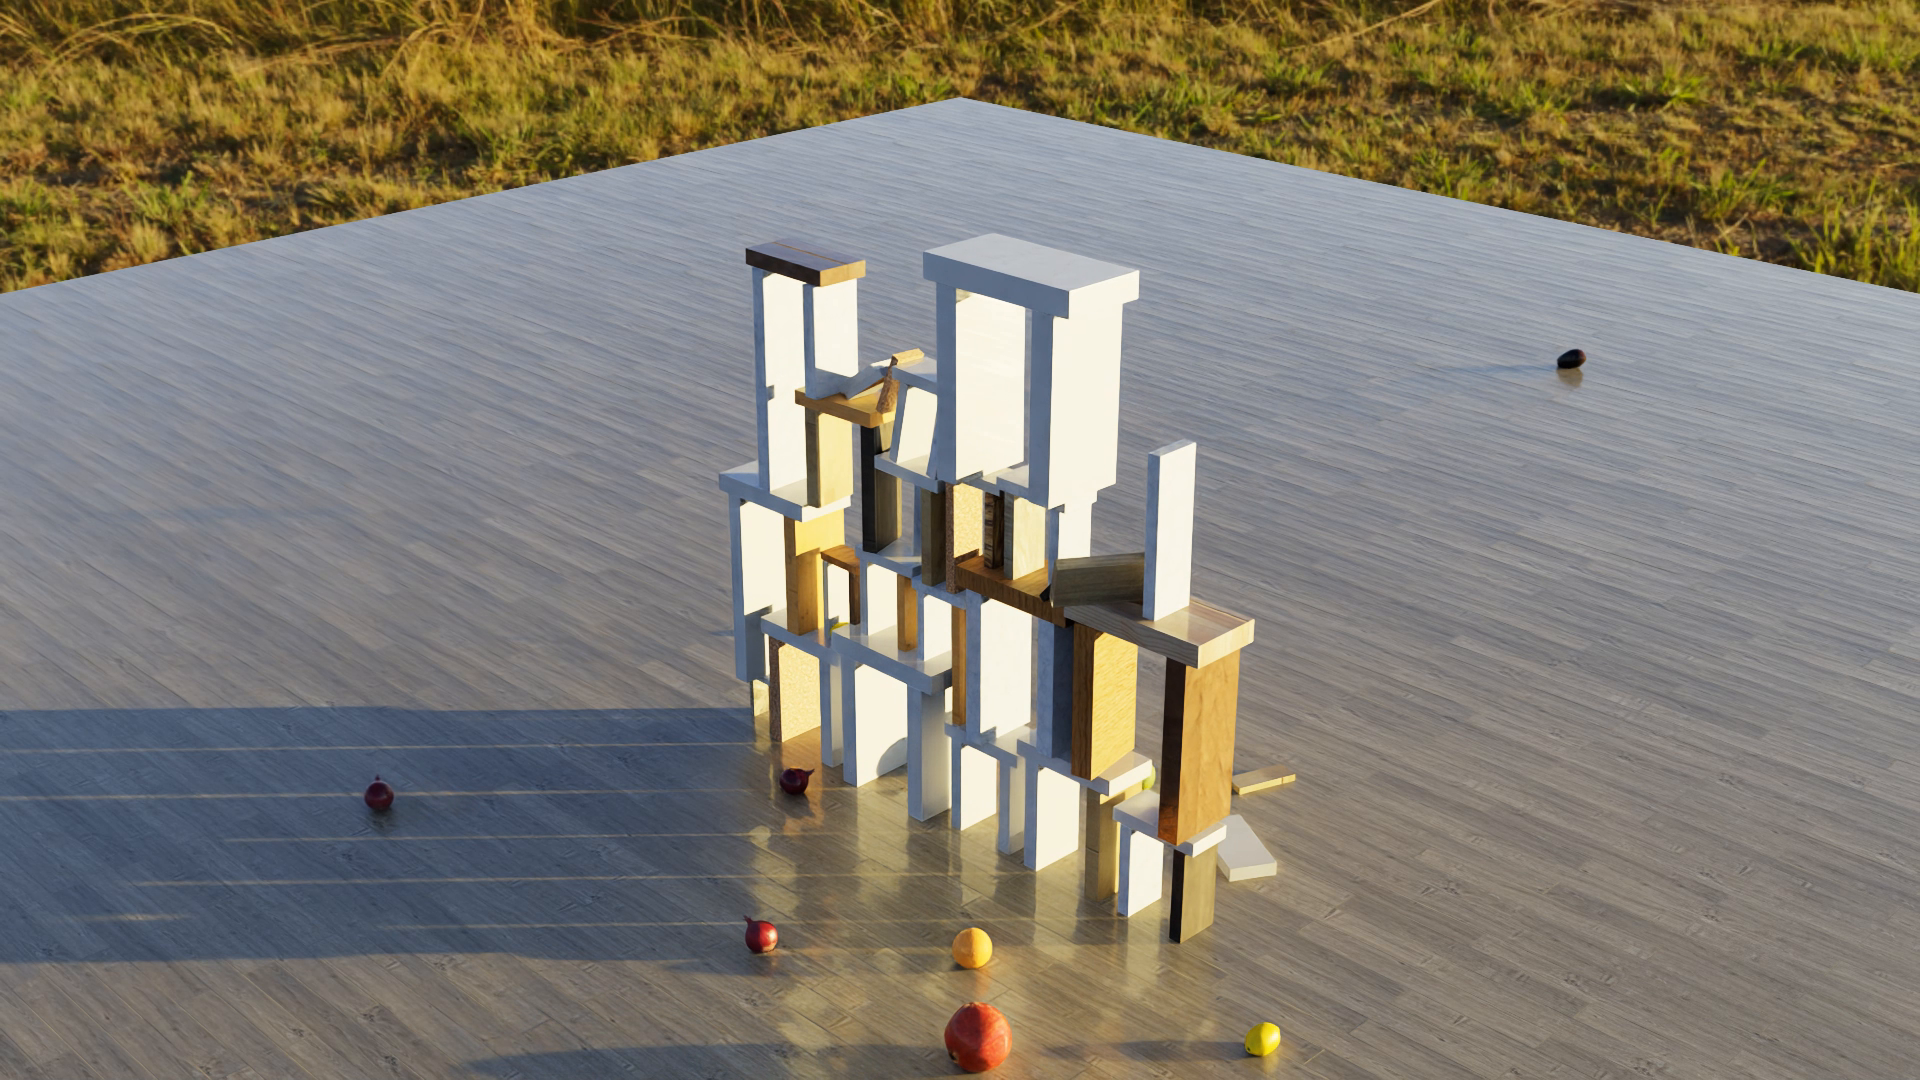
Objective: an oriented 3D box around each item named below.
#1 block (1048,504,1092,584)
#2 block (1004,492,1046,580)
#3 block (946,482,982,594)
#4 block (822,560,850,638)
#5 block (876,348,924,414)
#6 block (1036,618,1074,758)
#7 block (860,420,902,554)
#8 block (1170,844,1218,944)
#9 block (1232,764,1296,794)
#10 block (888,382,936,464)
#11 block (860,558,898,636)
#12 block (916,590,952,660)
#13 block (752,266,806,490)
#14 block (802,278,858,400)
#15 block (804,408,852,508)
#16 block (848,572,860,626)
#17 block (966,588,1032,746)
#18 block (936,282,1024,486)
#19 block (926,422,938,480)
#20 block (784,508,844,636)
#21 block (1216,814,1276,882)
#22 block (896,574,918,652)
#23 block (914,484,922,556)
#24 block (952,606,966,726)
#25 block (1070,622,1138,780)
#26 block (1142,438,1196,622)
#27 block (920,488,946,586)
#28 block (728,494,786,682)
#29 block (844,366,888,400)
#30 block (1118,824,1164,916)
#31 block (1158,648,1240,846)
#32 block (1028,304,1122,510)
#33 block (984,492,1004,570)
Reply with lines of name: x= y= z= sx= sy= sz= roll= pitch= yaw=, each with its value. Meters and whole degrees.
block: x=0.200 y=0.012 z=4.012 sx=0.085 sy=0.170 sz=0.024 roll=-21 pitch=31 yaw=-40
block: x=0.120 y=-0.019 z=4.086 sx=0.024 sy=0.170 sz=0.085 roll=21 pitch=31 yaw=40
block: x=0.008 y=-0.017 z=4.211 sx=0.076 sy=0.235 sz=0.022 roll=-21 pitch=31 yaw=-40
block: x=-0.257 y=0.116 z=4.556 sx=0.016 sy=0.173 sz=0.058 roll=21 pitch=31 yaw=40
block: x=-0.116 y=-0.305 z=4.232 sx=0.065 sy=0.131 sz=0.018 roll=-18 pitch=50 yaw=-40
block: x=0.206 y=0.256 z=4.112 sx=0.139 sy=0.278 sz=0.039 roll=-21 pitch=31 yaw=-41
block: x=-0.155 y=-0.117 z=4.359 sx=0.030 sy=0.268 sz=0.106 roll=12 pitch=26 yaw=26
block: x=0.427 y=0.635 z=4.023 sx=0.027 sy=0.189 sz=0.095 roll=22 pitch=31 yaw=40
block: x=0.625 y=0.497 z=4.572 sx=0.136 sy=0.014 sz=0.051 roll=-11 pitch=25 yaw=-24
block: x=-0.086 y=-0.236 z=4.229 sx=0.085 sy=0.171 sz=0.024 roll=-20 pitch=42 yaw=-39
block: x=-0.165 y=0.104 z=4.450 sx=0.023 sy=0.163 sz=0.081 roll=21 pitch=31 yaw=40
block: x=-0.051 y=0.158 z=4.342 sx=0.074 sy=0.148 sz=0.021 roll=-21 pitch=31 yaw=-41
block: x=-0.362 y=-0.337 z=4.475 sx=0.032 sy=0.470 sz=0.114 roll=21 pitch=31 yaw=39
block: x=-0.254 y=-0.400 z=4.314 sx=0.032 sy=0.229 sz=0.114 roll=20 pitch=30 yaw=39
block: x=-0.264 y=-0.180 z=4.435 sx=0.030 sy=0.211 sz=0.106 roll=17 pitch=29 yaw=35
block: x=-0.200 y=0.111 z=4.493 sx=0.058 sy=0.115 sz=0.016 roll=-21 pitch=31 yaw=-40
block: x=0.075 y=0.225 z=4.240 sx=0.039 sy=0.320 sz=0.139 roll=21 pitch=31 yaw=41
block: x=0.039 y=-0.305 z=4.051 sx=0.178 sy=0.377 sz=0.050 roll=-21 pitch=31 yaw=-41
block: x=-0.011 y=-0.200 z=4.148 sx=0.086 sy=0.171 sz=0.024 roll=-21 pitch=46 yaw=-40
block: x=-0.302 y=0.056 z=4.582 sx=0.131 sy=0.263 sz=0.037 roll=-21 pitch=31 yaw=-40
block: x=0.538 y=0.602 z=4.308 sx=0.095 sy=0.027 sz=0.191 roll=-6 pitch=24 yaw=-14
block: x=-0.088 y=0.134 z=4.379 sx=0.081 sy=0.163 sz=0.023 roll=-21 pitch=31 yaw=-41
block: x=-0.075 y=-0.069 z=4.356 sx=0.026 sy=0.182 sz=0.091 roll=3 pitch=23 yaw=3
block: x=0.018 y=0.235 z=4.299 sx=0.074 sy=0.255 sz=0.021 roll=-21 pitch=31 yaw=-40
block: x=0.266 y=0.270 z=4.040 sx=0.044 sy=0.308 sz=0.154 roll=15 pitch=27 yaw=32
block: x=0.363 y=-0.016 z=3.817 sx=0.027 sy=0.307 sz=0.095 roll=21 pitch=31 yaw=40
block: x=-0.034 y=-0.017 z=4.257 sx=0.026 sy=0.199 sz=0.091 roll=20 pitch=30 yaw=39
block: x=-0.427 y=0.087 z=4.728 sx=0.037 sy=0.433 sz=0.131 roll=21 pitch=31 yaw=40
block: x=-0.163 y=-0.309 z=4.276 sx=0.065 sy=0.018 sz=0.131 roll=-19 pitch=-5 yaw=-38
block: x=0.338 y=0.600 z=4.105 sx=0.027 sy=0.189 sz=0.095 roll=21 pitch=31 yaw=41
block: x=0.425 y=0.352 z=3.915 sx=0.044 sy=0.361 sz=0.154 roll=21 pitch=31 yaw=39
block: x=0.203 y=-0.249 z=3.893 sx=0.178 sy=0.356 sz=0.050 roll=-21 pitch=32 yaw=-41
block: x=0.080 y=-0.028 z=4.129 sx=0.022 sy=0.152 sz=0.076 roll=22 pitch=31 yaw=40
